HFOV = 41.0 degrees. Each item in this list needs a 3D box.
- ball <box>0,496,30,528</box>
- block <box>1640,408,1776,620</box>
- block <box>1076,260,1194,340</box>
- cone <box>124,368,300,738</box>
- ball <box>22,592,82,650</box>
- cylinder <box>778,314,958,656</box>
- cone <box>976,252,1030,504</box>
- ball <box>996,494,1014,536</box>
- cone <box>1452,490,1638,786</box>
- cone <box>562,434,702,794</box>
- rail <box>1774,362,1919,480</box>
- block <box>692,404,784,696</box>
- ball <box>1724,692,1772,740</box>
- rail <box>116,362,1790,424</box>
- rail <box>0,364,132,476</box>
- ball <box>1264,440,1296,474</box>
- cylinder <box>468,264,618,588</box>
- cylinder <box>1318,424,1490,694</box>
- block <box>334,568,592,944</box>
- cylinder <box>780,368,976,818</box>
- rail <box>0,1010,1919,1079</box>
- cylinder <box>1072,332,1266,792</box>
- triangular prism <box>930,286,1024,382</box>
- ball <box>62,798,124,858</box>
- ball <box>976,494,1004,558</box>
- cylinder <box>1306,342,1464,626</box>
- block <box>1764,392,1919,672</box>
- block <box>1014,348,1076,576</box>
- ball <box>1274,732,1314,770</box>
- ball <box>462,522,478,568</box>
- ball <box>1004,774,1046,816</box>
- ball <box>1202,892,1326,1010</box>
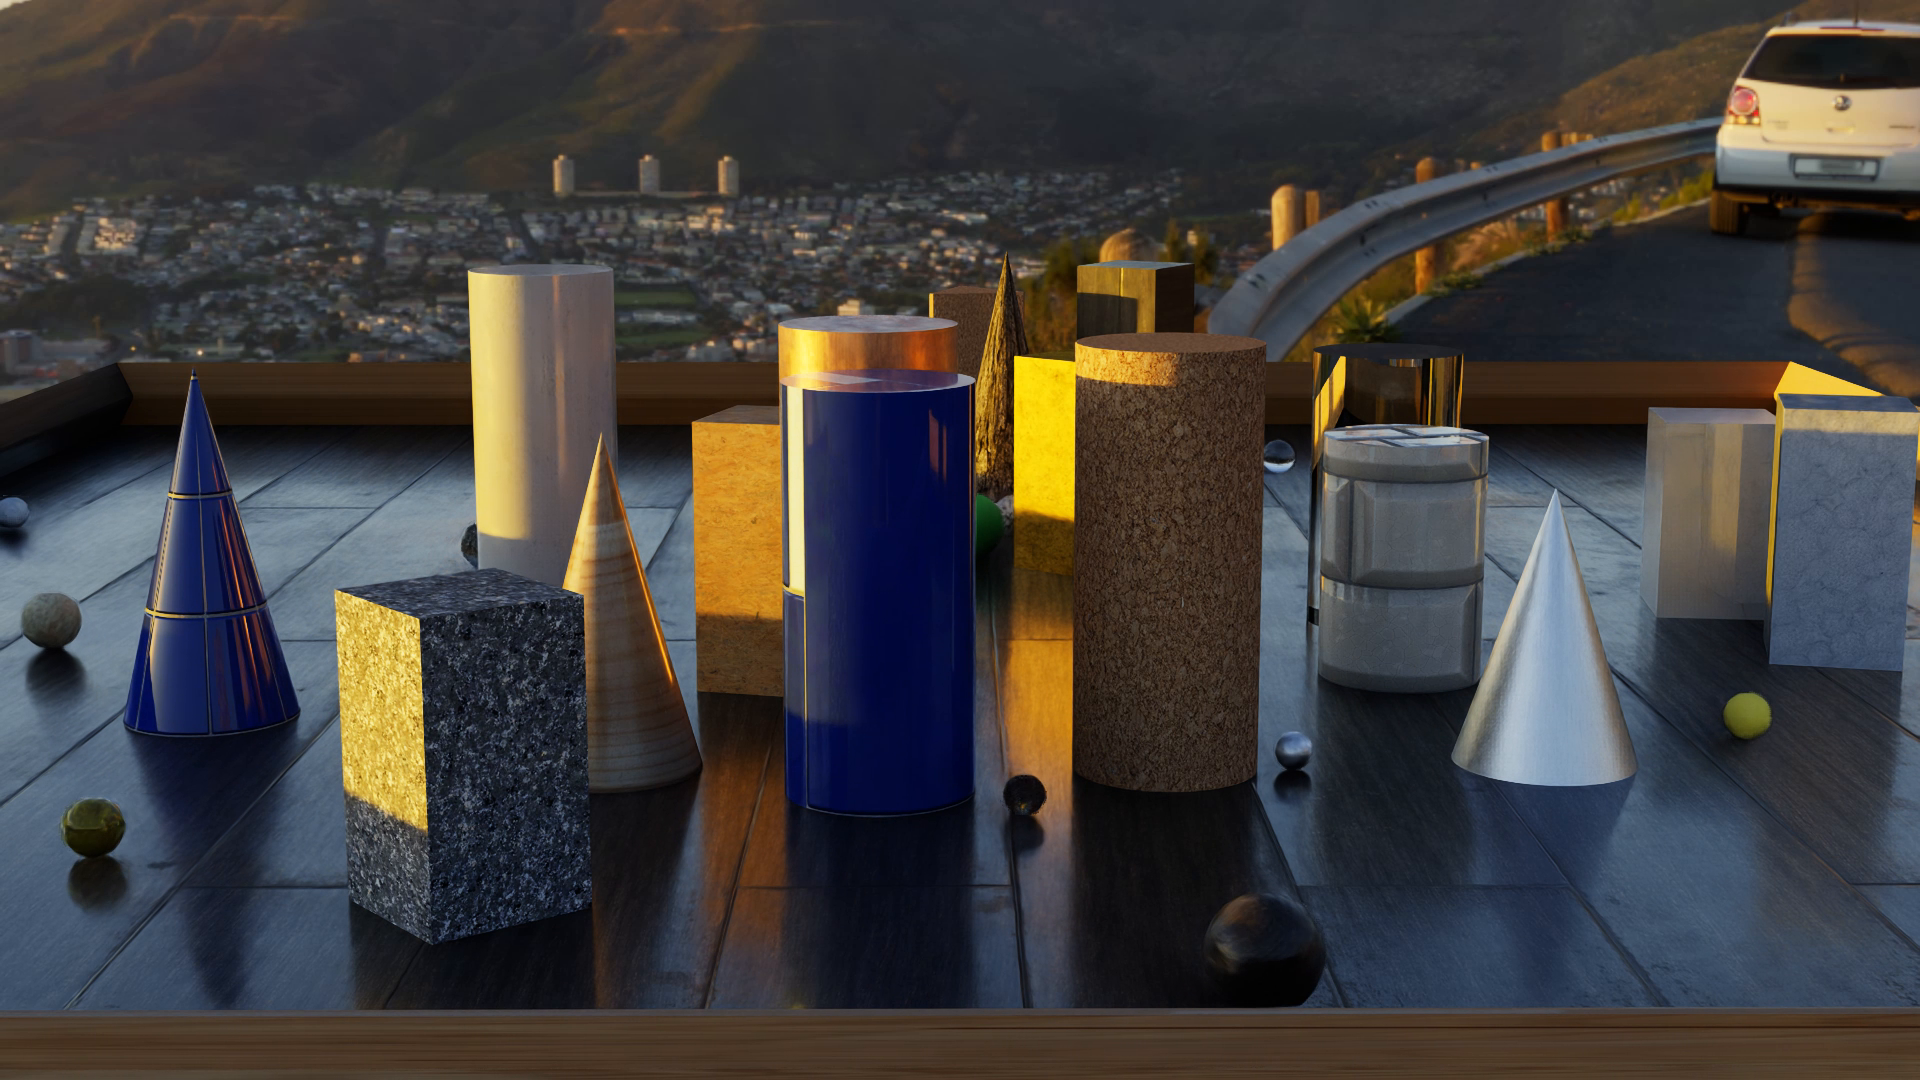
[{"bbox_3d":[-1.504,-0.043,4.071,0.050,0.050,0.050,0,11,0],"label":"ball"},{"bbox_3d":[1.014,-0.038,3.462,0.155,0.262,0.155,1,11,6],"label":"block"},{"bbox_3d":[0.315,-0.308,4.613,0.155,0.373,0.155,6,12,31],"label":"block"},{"bbox_3d":[-0.847,0.003,2.870,0.194,0.397,0.194,0,11,0],"label":"cone"},{"bbox_3d":[-1.144,0.102,3.231,0.072,0.072,0.072,0,11,0],"label":"ball"},{"bbox_3d":[-0.099,-0.013,2.815,0.194,0.449,0.194,0,11,0],"label":"cylinder"},{"bbox_3d":[0.074,-0.246,4.111,0.194,0.434,0.194,0,11,0],"label":"cone"},{"bbox_3d":[0.082,-0.038,3.997,0.066,0.066,0.066,0,11,0],"label":"ball"},{"bbox_3d":[0.618,0.090,2.689,0.194,0.293,0.194,0,11,0],"label":"cone"},{"bbox_3d":[-0.367,0.064,2.657,0.194,0.355,0.194,0,11,0],"label":"cone"},{"bbox_3d":[1.683,0.031,3.459,0.045,0.126,3.641,0,11,0],"label":"rail"},{"bbox_3d":[-0.214,0.011,3.042,0.155,0.319,0.155,3,11,15],"label":"block"},{"bbox_3d":[0.860,0.192,2.800,0.051,0.051,0.051,0,11,0],"label":"ball"},{"bbox_3d":[-0.010,-0.296,5.216,3.414,0.126,0.045,0,11,0],"label":"rail"},{"bbox_3d":[-1.683,0.034,3.440,0.045,0.126,3.641,0,11,0],"label":"rail"},{"bbox_3d":[0.573,-0.150,4.619,0.060,0.060,0.060,0,11,0],"label":"ball"},{"bbox_3d":[-0.565,-0.142,3.497,0.194,0.453,0.194,0,11,0],"label":"cylinder"},{"bbox_3d":[0.530,0.019,3.075,0.194,0.291,0.194,0,11,0],"label":"cylinder"},{"bbox_3d":[-0.431,0.182,2.230,0.155,0.279,0.155,-8,13,-38],"label":"block"},{"bbox_3d":[-0.081,0.048,2.570,0.194,0.418,0.194,0,11,0],"label":"cylinder"},{"bbox_3d":[0.010,0.360,1.682,3.414,0.126,0.045,0,11,0],"label":"rail"},{"bbox_3d":[0.215,0.018,2.653,0.194,0.447,0.194,0,11,0],"label":"cylinder"},{"bbox_3d":[0.018,-0.287,4.618,0.168,0.328,0.145,-2,11,-10],"label":"triangular prism"},{"bbox_3d":[-0.805,0.267,2.385,0.055,0.055,0.055,0,11,0],"label":"ball"},{"bbox_3d":[0.018,-0.020,3.818,0.097,0.097,0.097,0,11,0],"label":"ball"},{"bbox_3d":[0.557,-0.070,3.373,0.194,0.358,0.194,0,11,0],"label":"cylinder"},{"bbox_3d":[1.089,-0.013,3.180,0.155,0.316,0.155,3,11,14],"label":"block"},{"bbox_3d":[0.188,-0.115,3.744,0.155,0.310,0.155,9,14,40],"label":"block"},{"bbox_3d":[0.349,0.220,2.679,0.040,0.040,0.040,0,11,0],"label":"ball"},{"bbox_3d":[-0.690,0.008,3.736,0.072,0.072,0.072,0,11,0],"label":"ball"},{"bbox_3d":[0.063,0.249,2.517,0.041,0.041,0.041,0,11,0],"label":"ball"},{"bbox_3d":[0.235,0.321,1.987,0.095,0.095,0.095,0,11,0],"label":"ball"}]
